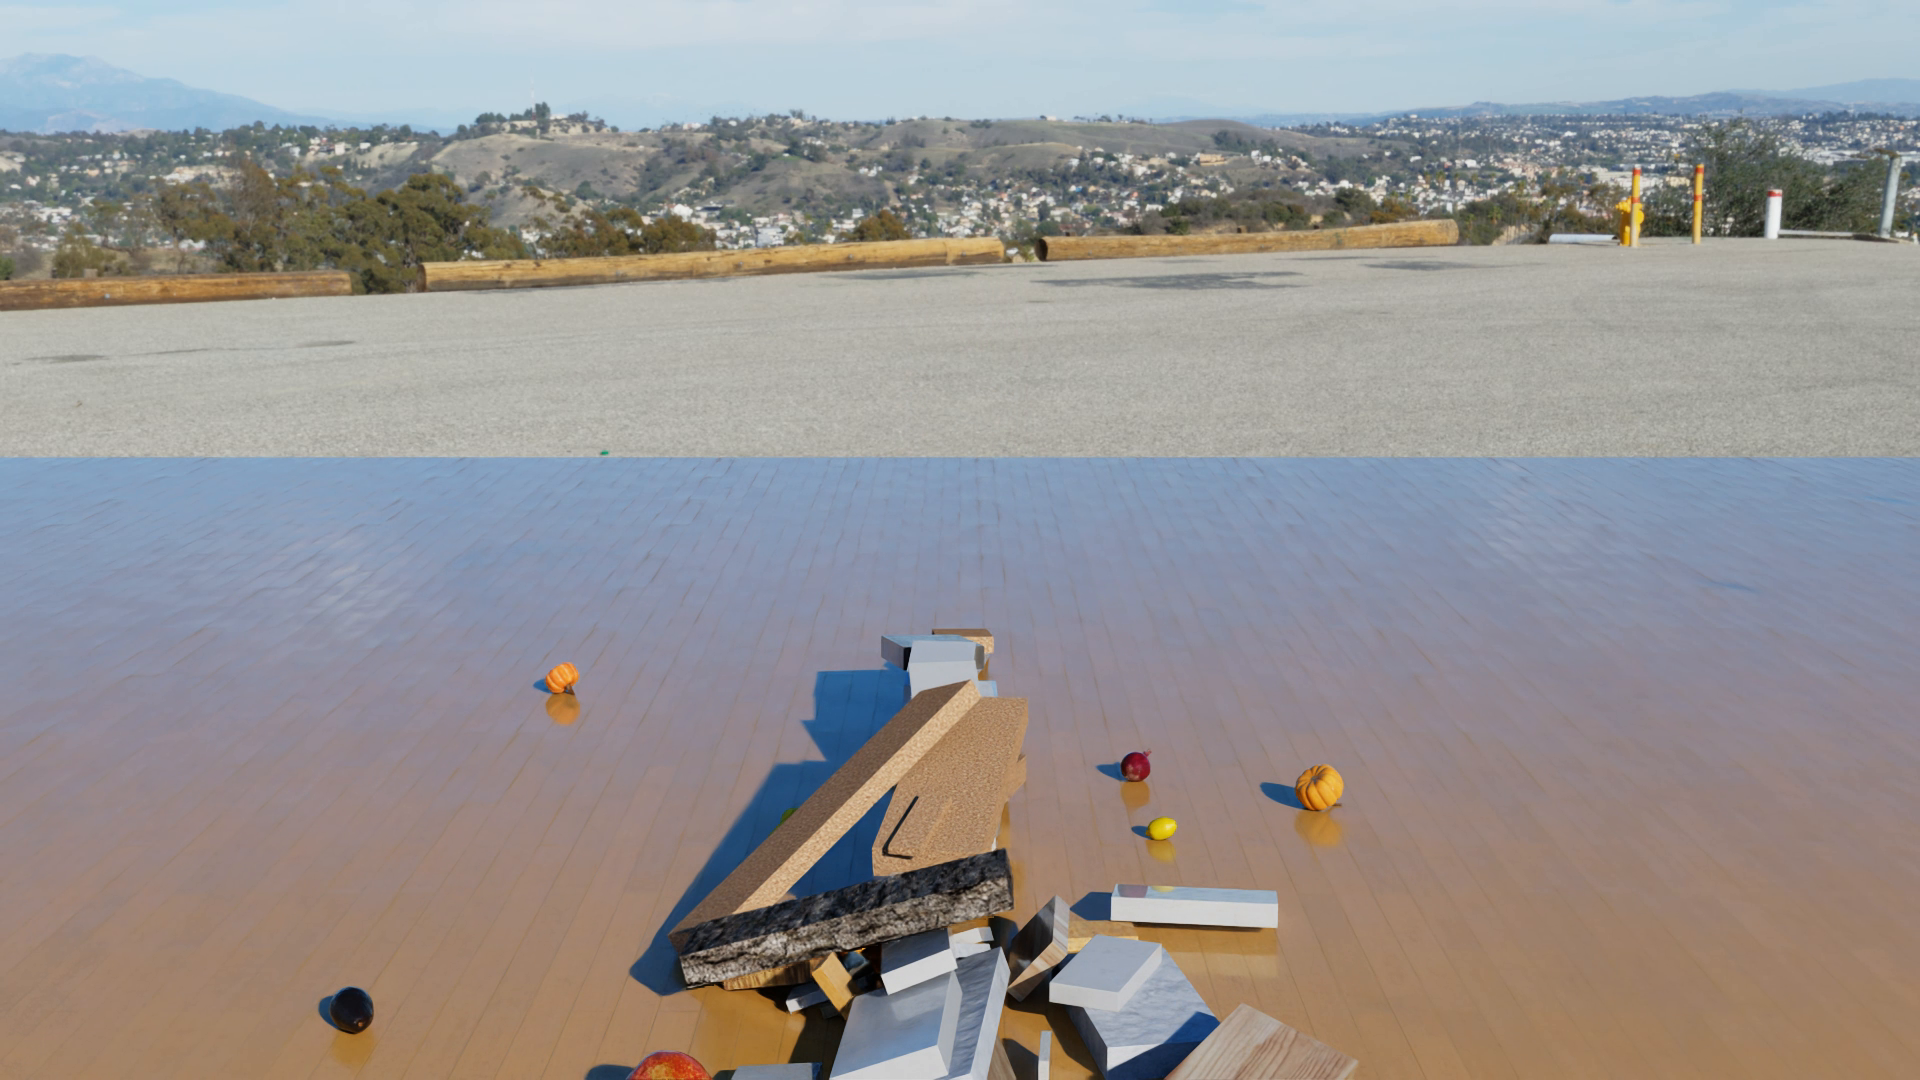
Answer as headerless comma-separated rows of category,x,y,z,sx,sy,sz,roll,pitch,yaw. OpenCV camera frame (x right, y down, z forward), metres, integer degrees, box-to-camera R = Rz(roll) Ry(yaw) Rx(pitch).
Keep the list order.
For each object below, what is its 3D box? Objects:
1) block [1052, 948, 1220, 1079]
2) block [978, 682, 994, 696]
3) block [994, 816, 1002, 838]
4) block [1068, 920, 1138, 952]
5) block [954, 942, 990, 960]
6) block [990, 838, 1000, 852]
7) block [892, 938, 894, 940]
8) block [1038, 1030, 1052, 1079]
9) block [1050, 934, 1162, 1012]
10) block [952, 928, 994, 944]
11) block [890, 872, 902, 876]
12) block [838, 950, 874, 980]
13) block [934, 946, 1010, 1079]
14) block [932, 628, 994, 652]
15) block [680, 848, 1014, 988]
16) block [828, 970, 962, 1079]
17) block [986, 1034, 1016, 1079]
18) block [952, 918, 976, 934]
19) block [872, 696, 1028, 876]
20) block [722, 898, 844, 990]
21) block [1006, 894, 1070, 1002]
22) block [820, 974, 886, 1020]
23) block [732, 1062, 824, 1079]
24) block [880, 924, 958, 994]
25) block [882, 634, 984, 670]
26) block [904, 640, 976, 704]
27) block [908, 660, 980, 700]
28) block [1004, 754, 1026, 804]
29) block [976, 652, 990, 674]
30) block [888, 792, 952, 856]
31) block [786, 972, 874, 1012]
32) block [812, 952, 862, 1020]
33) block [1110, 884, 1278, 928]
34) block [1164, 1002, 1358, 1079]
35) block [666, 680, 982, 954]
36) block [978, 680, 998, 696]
block,0.251,0.668,3.118,0.172,0.049,0.344,-2,11,-10
block,-0.010,0.359,4.246,0.170,0.048,0.340,-1,17,-4
block,0.007,0.506,3.874,0.117,0.033,0.234,1,-4,4
block,0.201,0.620,3.449,0.147,0.021,0.073,-1,11,-5
block,-0.011,0.618,3.255,0.073,0.021,0.147,-21,-17,16
block,0.004,0.523,3.712,0.117,0.033,0.234,1,-10,3
block,-0.123,0.578,3.275,0.056,0.016,0.129,-6,-1,-7
block,0.114,0.700,2.942,0.014,0.050,0.099,1,11,4
block,0.211,0.621,3.158,0.102,0.029,0.203,4,11,22
block,0.005,0.607,3.329,0.073,0.021,0.147,-17,-12,5
block,-0.096,0.540,3.336,0.056,0.016,0.112,-6,22,23
block,-0.165,0.621,3.186,0.056,0.016,0.112,-22,4,-15
block,-0.025,0.669,2.980,0.145,0.041,0.458,-18,7,9
block,0.005,0.234,5.120,0.130,0.037,0.260,0,2,-3
block,-0.159,0.548,3.202,0.478,0.049,0.172,-14,5,3
block,-0.081,0.654,2.913,0.145,0.041,0.291,-19,7,6
block,0.057,0.745,2.781,0.072,0.020,0.642,-2,11,-8
block,-0.001,0.620,3.462,0.055,0.016,0.110,0,11,-1
block,-0.007,0.400,3.654,0.170,0.048,0.590,1,20,9
block,-0.243,0.611,3.366,0.145,0.041,0.291,-9,7,18
block,0.118,0.610,3.299,0.029,0.102,0.203,42,10,-4
block,-0.140,0.653,3.174,0.122,0.017,0.061,-20,10,4
block,-0.243,0.715,2.804,0.112,0.032,0.224,-3,2,3
block,-0.061,0.588,3.162,0.102,0.029,0.328,-21,1,-2
block,-0.062,0.240,4.728,0.170,0.048,0.340,0,2,-10
block,-0.038,0.264,4.412,0.130,0.037,0.260,1,17,3
block,-0.026,0.311,4.184,0.131,0.037,0.261,-2,26,-3
block,0.015,0.420,3.886,0.165,0.047,0.330,1,2,9
block,-0.016,0.275,4.990,0.130,0.037,0.648,0,2,4
block,-0.061,0.444,3.440,0.049,0.014,0.186,4,20,15
block,-0.188,0.648,3.182,0.121,0.017,0.061,-20,4,6
block,-0.158,0.643,3.091,0.017,0.122,0.061,-36,1,17
block,0.377,0.586,3.526,0.261,0.037,0.130,1,0,7
block,0.367,0.705,2.786,0.172,0.049,0.344,24,20,23
block,-0.208,0.440,3.584,0.130,0.037,0.699,-16,19,45
block,-0.005,0.346,4.549,0.165,0.047,0.330,0,7,0
